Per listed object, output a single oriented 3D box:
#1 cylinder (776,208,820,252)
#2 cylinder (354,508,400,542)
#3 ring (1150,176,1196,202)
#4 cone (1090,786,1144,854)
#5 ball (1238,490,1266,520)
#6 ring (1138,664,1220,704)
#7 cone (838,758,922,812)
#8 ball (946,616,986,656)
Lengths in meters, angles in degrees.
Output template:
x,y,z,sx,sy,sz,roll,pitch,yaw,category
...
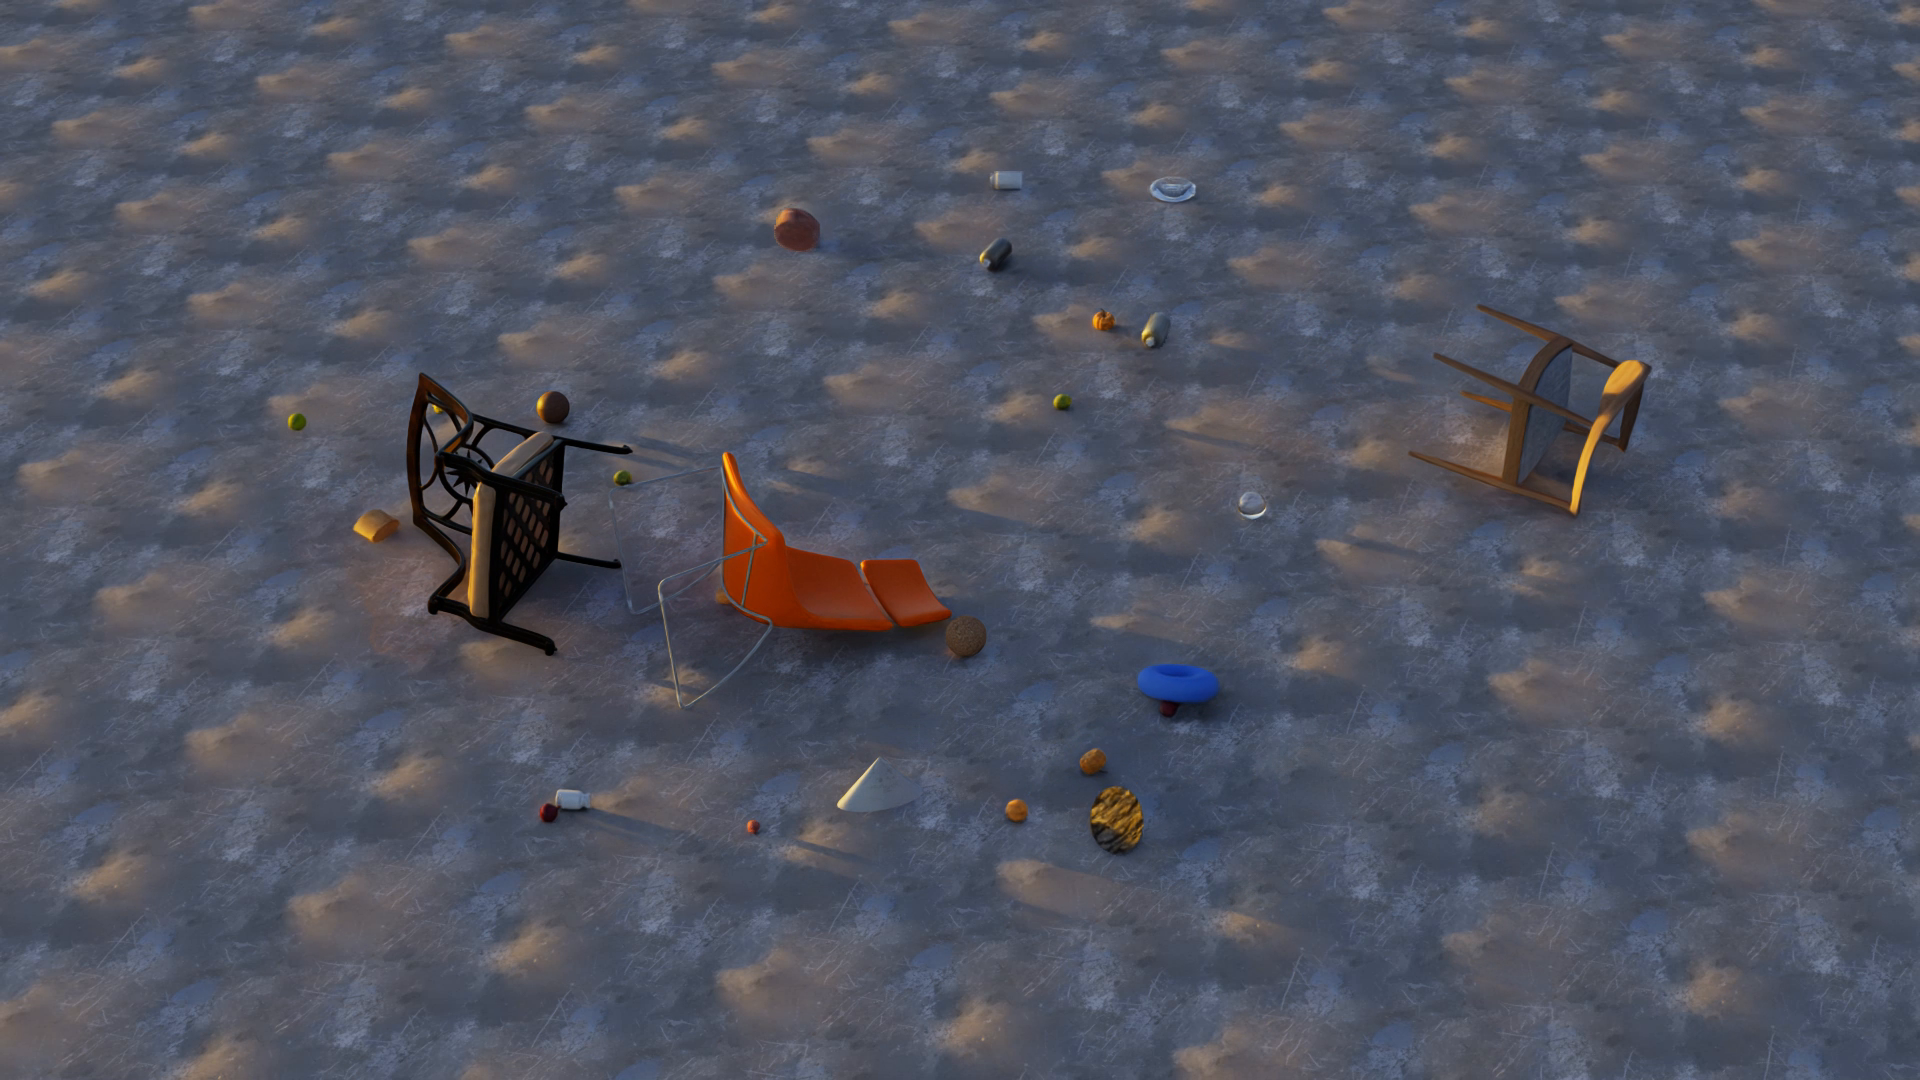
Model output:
x,y,z,sx,sy,sz,roll,pitch,yaw,category
-0.711,-1.360,12.873,0.191,0.137,0.122,25,32,-11,cylinder
-2.183,-0.056,10.972,0.113,0.058,0.130,27,54,35,cylinder
0.966,-1.593,13.319,0.213,0.049,0.207,-11,34,-17,ring
0.538,0.917,9.482,0.121,0.194,0.232,25,36,-51,cone
1.099,-0.130,11.043,0.109,0.109,0.109,0,33,0,ball
0.753,0.494,10.077,0.297,0.090,0.225,8,15,33,ring
-0.262,0.777,9.610,0.291,0.170,0.128,-10,35,-15,cone
0.022,0.337,10.301,0.146,0.146,0.146,0,33,0,ball
